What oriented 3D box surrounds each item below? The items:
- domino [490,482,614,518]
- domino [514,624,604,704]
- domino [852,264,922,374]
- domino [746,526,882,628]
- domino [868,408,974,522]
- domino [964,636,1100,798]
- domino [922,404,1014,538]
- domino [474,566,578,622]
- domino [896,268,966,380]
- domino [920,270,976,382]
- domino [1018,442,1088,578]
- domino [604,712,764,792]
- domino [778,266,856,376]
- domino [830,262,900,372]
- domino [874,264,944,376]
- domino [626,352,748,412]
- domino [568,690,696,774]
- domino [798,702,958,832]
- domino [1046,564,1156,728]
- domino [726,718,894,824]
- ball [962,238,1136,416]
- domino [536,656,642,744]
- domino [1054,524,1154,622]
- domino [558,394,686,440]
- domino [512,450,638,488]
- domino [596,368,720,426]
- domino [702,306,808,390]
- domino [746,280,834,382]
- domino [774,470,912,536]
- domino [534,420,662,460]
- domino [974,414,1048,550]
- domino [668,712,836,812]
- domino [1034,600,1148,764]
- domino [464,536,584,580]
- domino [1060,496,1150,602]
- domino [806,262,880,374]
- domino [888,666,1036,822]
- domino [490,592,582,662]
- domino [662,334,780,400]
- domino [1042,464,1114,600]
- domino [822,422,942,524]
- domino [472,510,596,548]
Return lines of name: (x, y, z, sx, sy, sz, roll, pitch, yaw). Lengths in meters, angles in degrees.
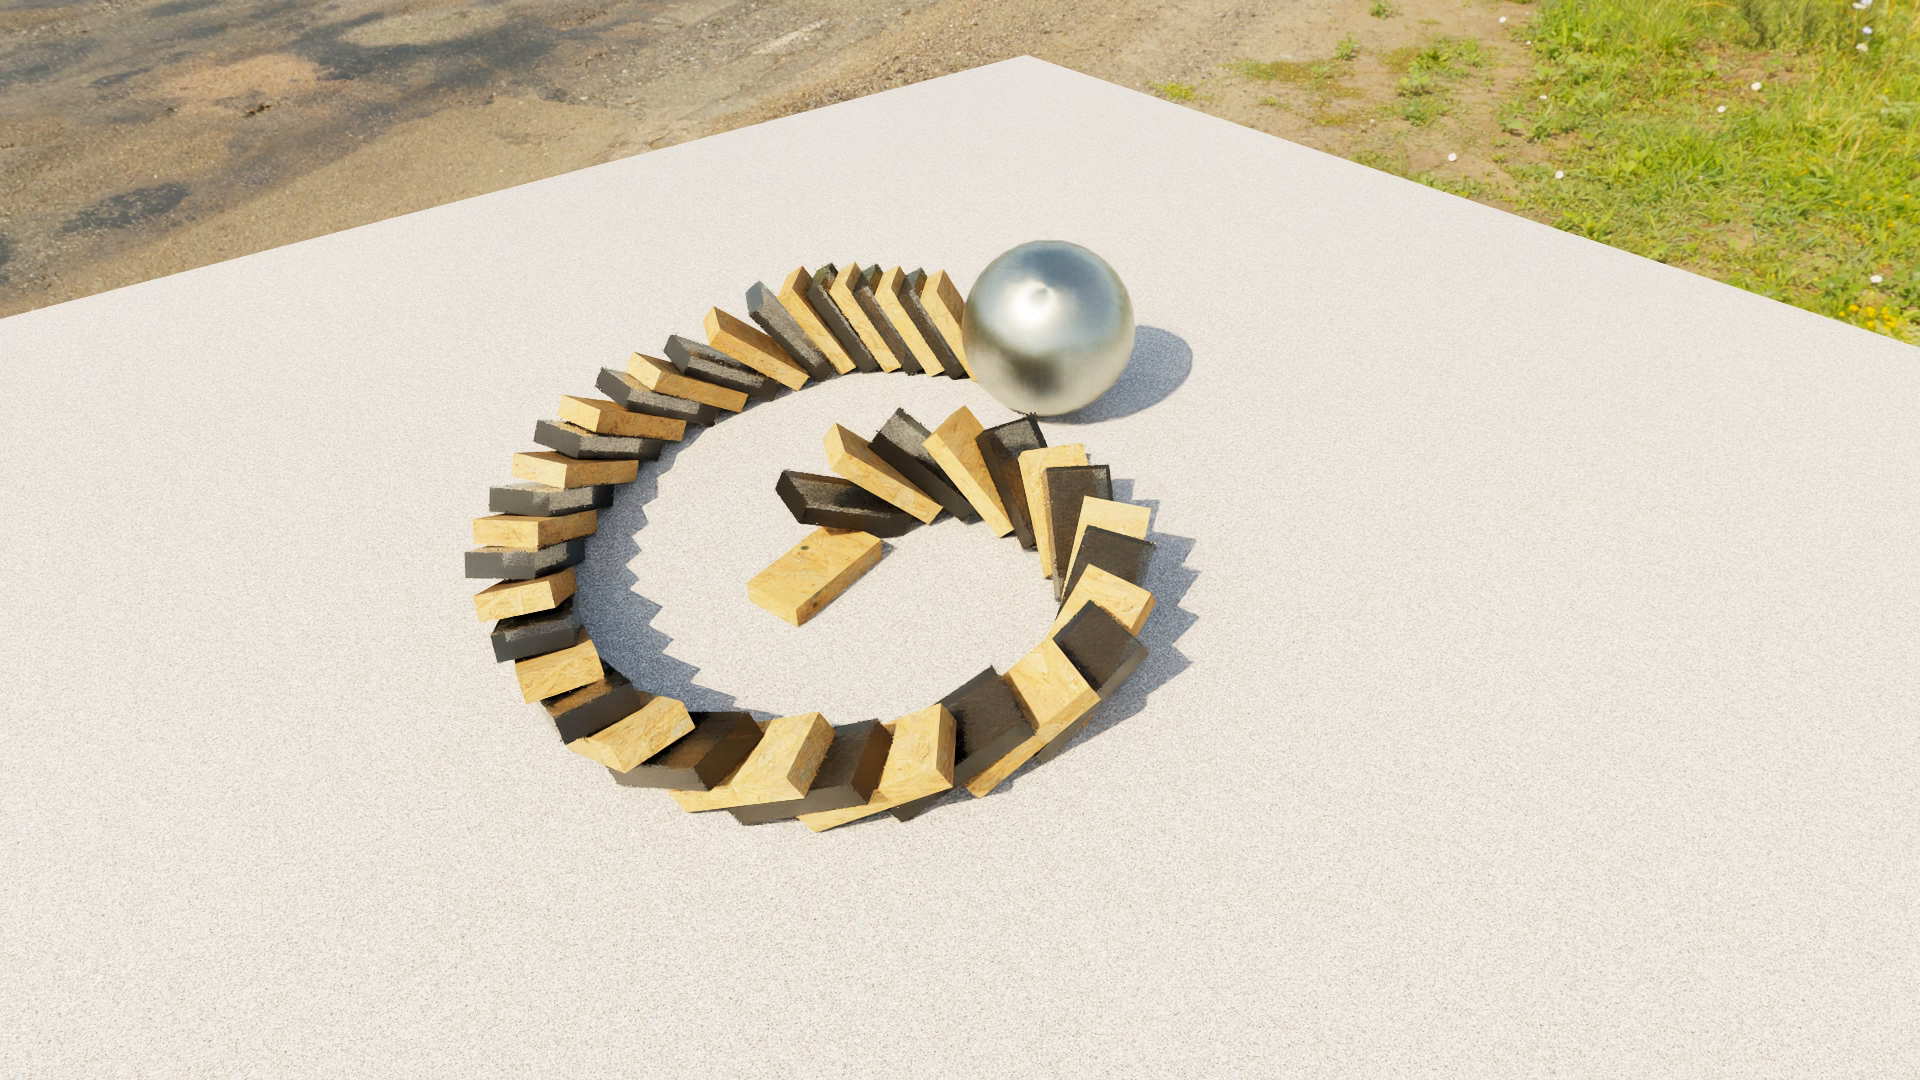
domino: (-0.164, -0.017, 0.444, 0.025, 0.009, 0.050, 6, 8, 10)
domino: (-0.137, 0.041, 0.374, 0.025, 0.009, 0.050, -18, 13, -21)
domino: (-0.034, -0.110, 0.547, 0.010, 0.050, 0.025, -21, 33, 24)
domino: (-0.056, 0.012, 0.429, 0.025, 0.010, 0.050, 24, 45, 27)
domino: (-0.012, -0.032, 0.459, 0.050, 0.010, 0.025, 38, 34, -6)
domino: (0.018, 0.057, 0.355, 0.050, 0.010, 0.025, -40, 46, 2)
domino: (0.009, -0.028, 0.452, 0.050, 0.010, 0.025, 50, 45, -10)
domino: (-0.156, 0.019, 0.399, 0.025, 0.010, 0.050, -12, 7, -9)
domino: (-0.012, -0.107, 0.544, 0.009, 0.050, 0.025, -21, 32, 24)
domino: (-0.001, -0.106, 0.542, 0.010, 0.050, 0.025, -21, 33, 24)
domino: (0.041, -0.012, 0.436, 0.025, 0.009, 0.050, -9, 77, -11)
domino: (-0.087, 0.066, 0.345, 0.050, 0.009, 0.025, -8, 28, 42)
domino: (-0.069, -0.109, 0.547, 0.010, 0.050, 0.025, -25, 32, 25)
domino: (-0.044, -0.111, 0.549, 0.010, 0.050, 0.025, -21, 33, 24)
domino: (-0.023, -0.108, 0.546, 0.009, 0.050, 0.025, -21, 33, 24)
domino: (-0.126, -0.073, 0.511, 0.025, 0.009, 0.050, 34, 15, 36)
domino: (-0.108, 0.060, 0.352, 0.025, 0.010, 0.050, -32, 19, -33)
domino: (-0.025, 0.070, 0.338, 0.050, 0.009, 0.025, -23, 35, 21)
domino: (0.044, 0.036, 0.379, 0.025, 0.010, 0.050, 26, 79, 28)
domino: (-0.047, 0.071, 0.337, 0.050, 0.010, 0.025, -16, 32, 30)
ball: (0.040, -0.097, 0.507, 0.080, 0.080, 0.080, 0, 39, 0)
domino: (-0.123, 0.052, 0.361, 0.025, 0.009, 0.050, -25, 15, -25)
domino: (0.050, 0.022, 0.395, 0.025, 0.009, 0.050, 16, 76, 15)
domino: (-0.149, -0.054, 0.488, 0.025, 0.009, 0.050, 22, 11, 29)
domino: (-0.160, -0.030, 0.461, 0.025, 0.009, 0.050, 13, 10, 15)
domino: (-0.137, -0.065, 0.502, 0.025, 0.010, 0.050, 33, 15, 34)
domino: (-0.099, -0.093, 0.533, 0.050, 0.010, 0.025, 25, 25, -35)
domino: (-0.084, -0.102, 0.540, 0.009, 0.050, 0.025, -36, 39, 14)
domino: (-0.047, -0.015, 0.444, 0.050, 0.009, 0.025, 7, 29, -39)
domino: (-0.156, -0.043, 0.476, 0.025, 0.010, 0.050, 20, 11, 22)
domino: (0.028, -0.024, 0.448, 0.025, 0.010, 0.050, -19, 82, -28)
domino: (-0.064, 0.069, 0.339, 0.050, 0.010, 0.025, -15, 34, 32)
domino: (0.036, 0.047, 0.365, 0.050, 0.009, 0.025, -46, 55, -3)
domino: (-0.163, 0.006, 0.416, 0.025, 0.010, 0.050, 1, 7, 1)
domino: (0.053, 0.011, 0.408, 0.025, 0.010, 0.050, 11, 76, 11)
domino: (-0.056, -0.110, 0.548, 0.009, 0.050, 0.025, -22, 32, 25)
domino: (-0.004, 0.064, 0.347, 0.050, 0.010, 0.025, -34, 44, 3)
domino: (-0.148, 0.030, 0.388, 0.025, 0.010, 0.050, -13, 11, -15)
domino: (-0.113, -0.082, 0.522, 0.050, 0.010, 0.025, 12, 24, -45)
domino: (0.047, -0.003, 0.424, 0.025, 0.009, 0.050, -3, 78, -8)
domino: (-0.032, -0.027, 0.451, 0.050, 0.010, 0.025, 29, 21, -31)
domino: (-0.165, -0.005, 0.430, 0.025, 0.009, 0.050, 3, 7, 6)
